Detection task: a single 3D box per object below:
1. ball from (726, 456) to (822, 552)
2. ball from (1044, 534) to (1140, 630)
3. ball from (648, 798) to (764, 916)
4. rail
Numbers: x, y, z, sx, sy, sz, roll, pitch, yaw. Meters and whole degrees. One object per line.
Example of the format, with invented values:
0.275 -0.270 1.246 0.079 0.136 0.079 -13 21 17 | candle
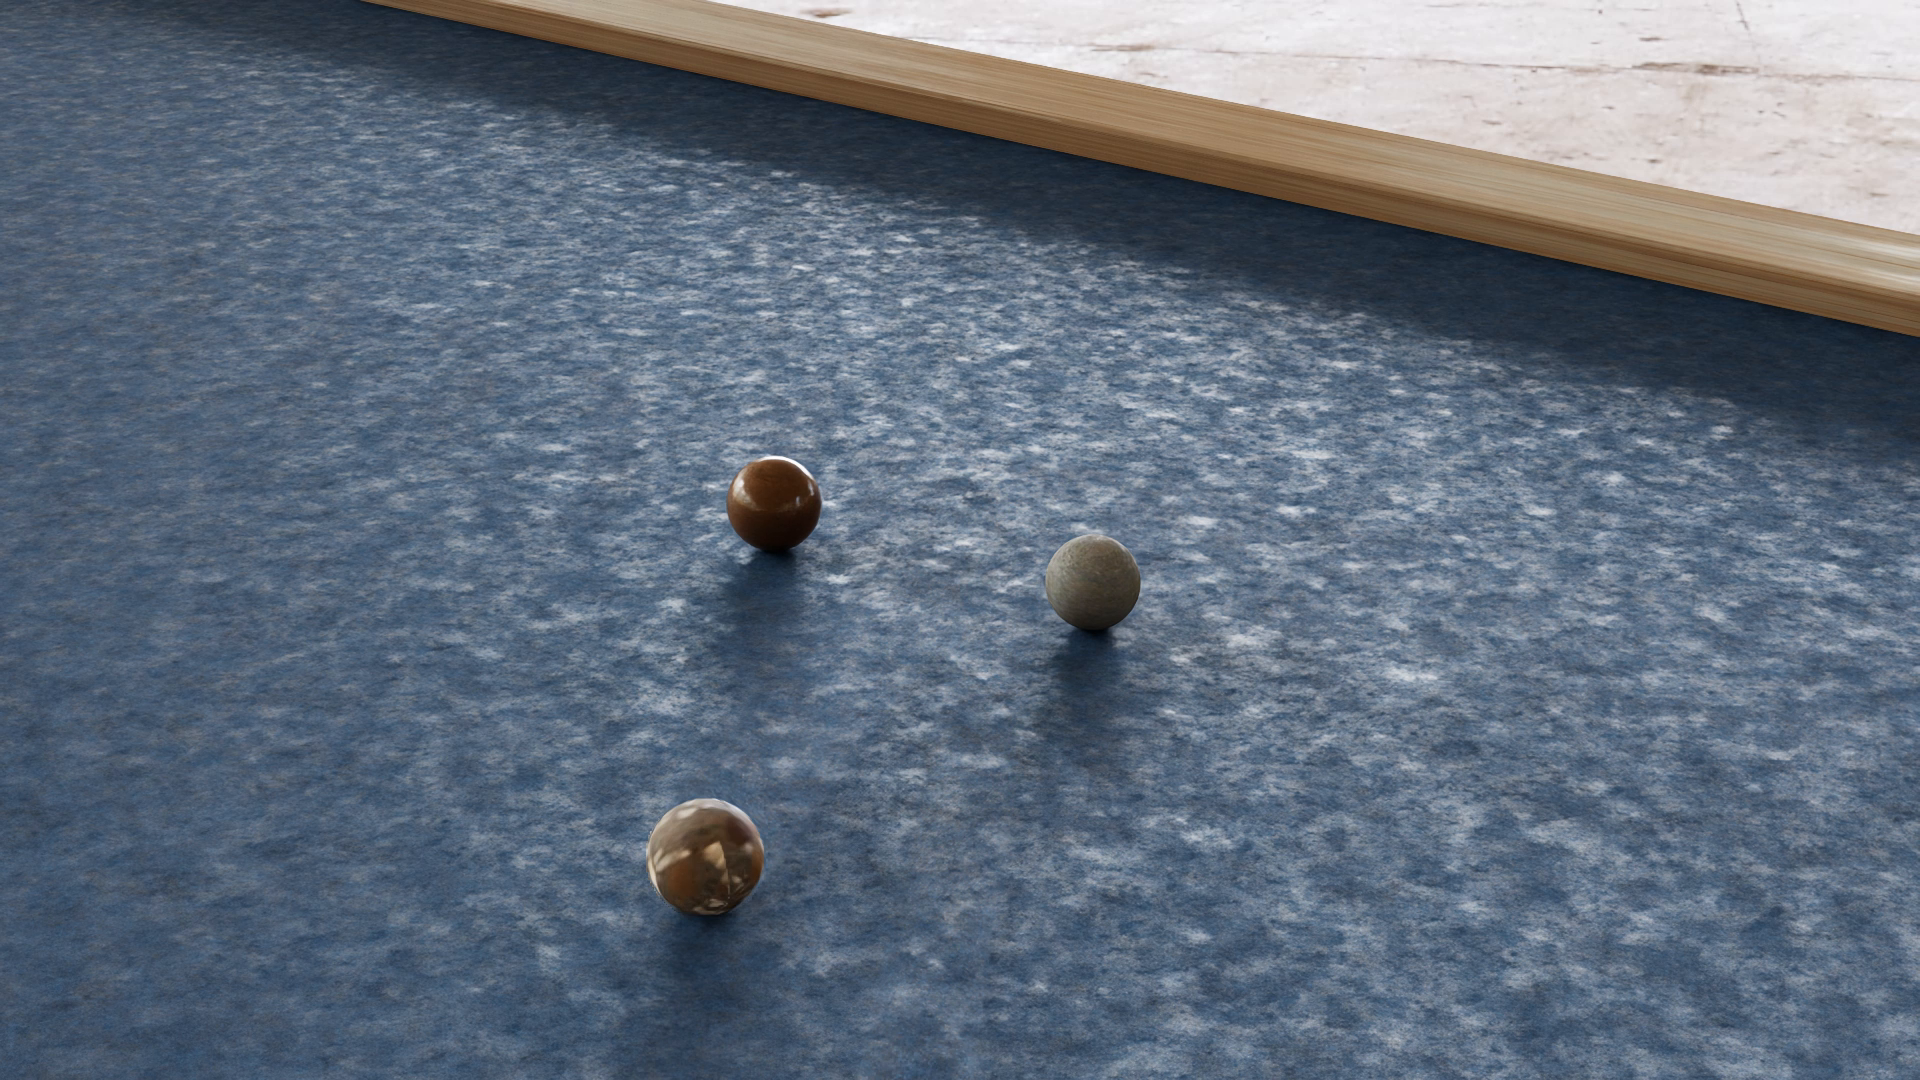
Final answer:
-0.164 -0.032 2.599 0.084 0.084 0.084 0 22 0 | ball
0.110 0.035 2.438 0.079 0.079 0.079 0 22 0 | ball
-0.172 0.215 1.993 0.079 0.079 0.079 0 22 0 | ball
-0.016 -0.608 3.992 4.233 0.110 0.045 18 28 38 | rail
